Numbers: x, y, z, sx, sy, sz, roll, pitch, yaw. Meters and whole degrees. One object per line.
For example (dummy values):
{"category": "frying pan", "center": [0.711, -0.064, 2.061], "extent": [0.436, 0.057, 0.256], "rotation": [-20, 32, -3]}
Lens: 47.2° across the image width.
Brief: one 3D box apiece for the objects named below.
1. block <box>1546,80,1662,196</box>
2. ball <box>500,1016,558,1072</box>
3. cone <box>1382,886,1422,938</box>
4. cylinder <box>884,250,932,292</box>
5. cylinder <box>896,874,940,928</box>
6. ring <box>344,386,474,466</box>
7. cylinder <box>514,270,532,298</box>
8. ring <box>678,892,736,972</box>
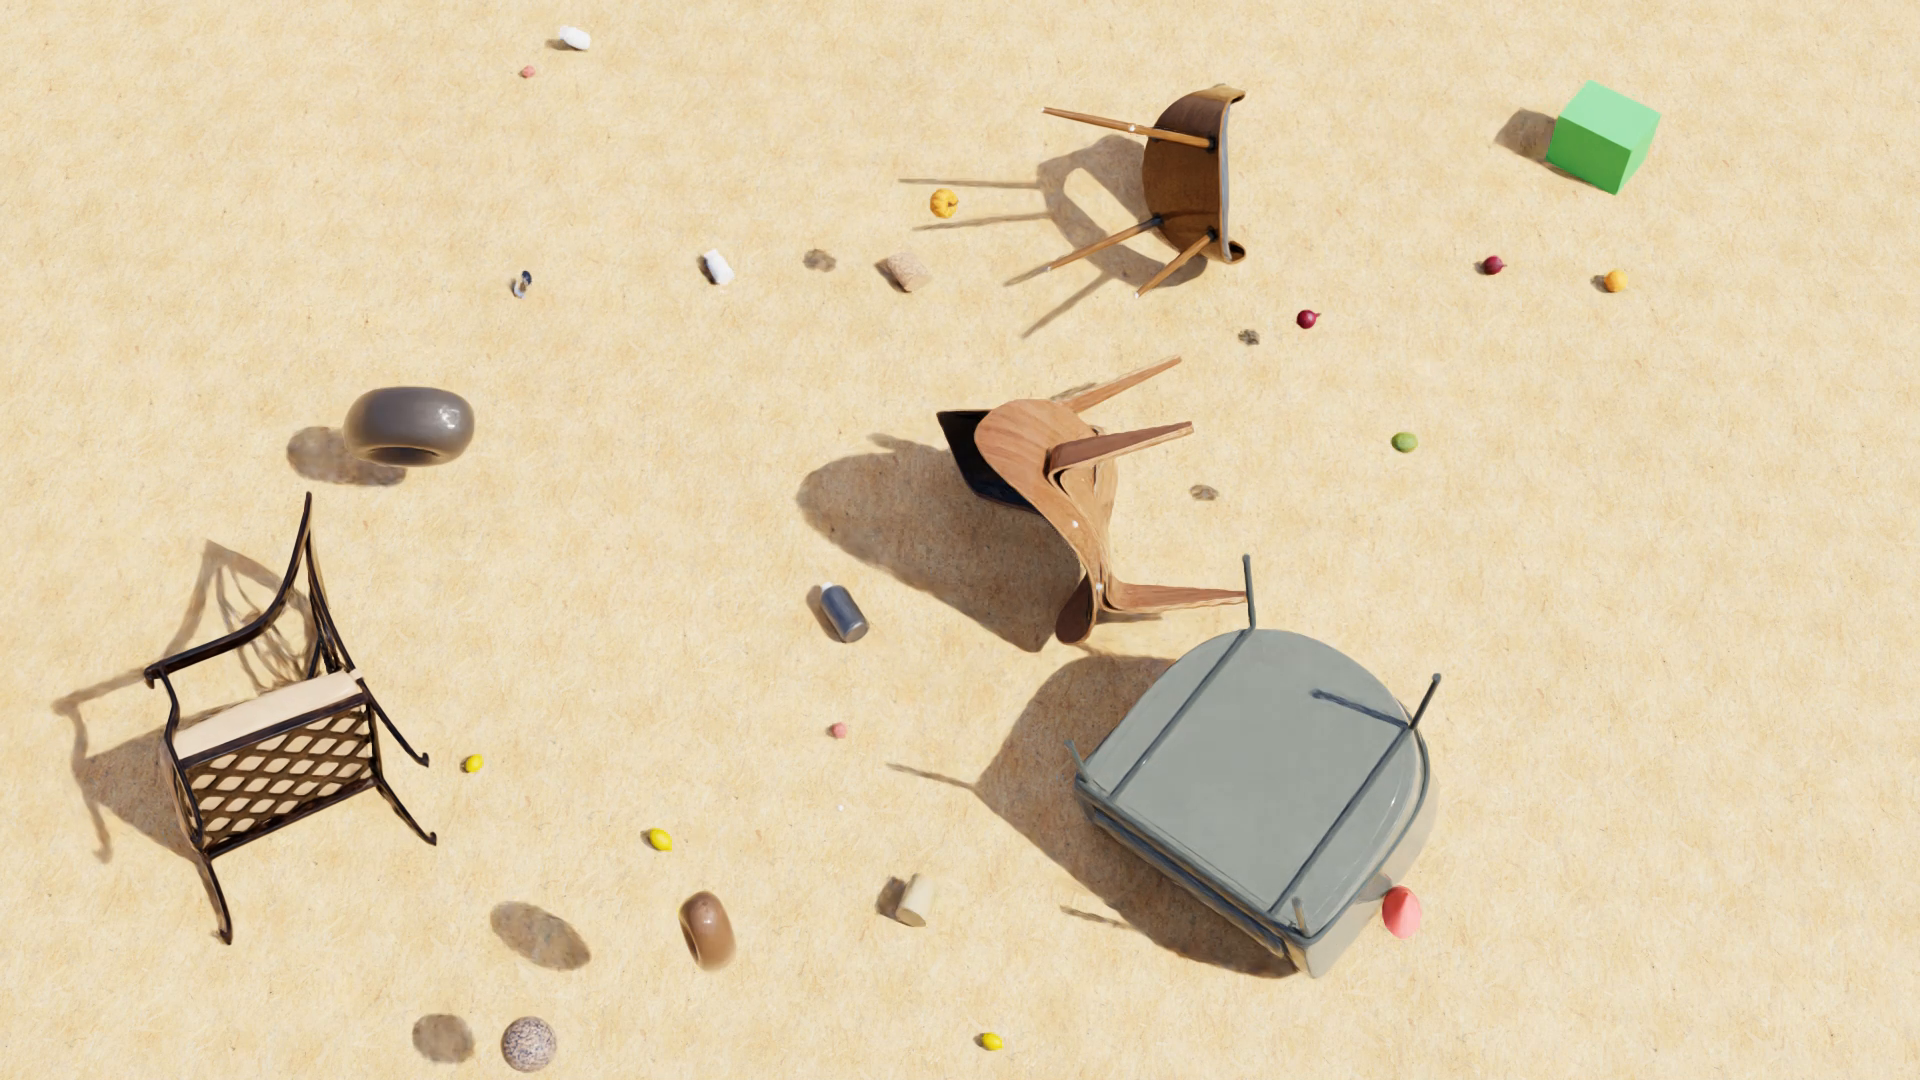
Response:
{"category": "block", "center": [2.147, -1.345, 7.347], "extent": [0.268, 0.215, 0.210], "rotation": [32, 62, 20]}
{"category": "ball", "center": [-1.040, 1.215, 5.303], "extent": [0.134, 0.134, 0.134], "rotation": [0, 56, 0]}
{"category": "cone", "center": [1.154, 0.941, 5.705], "extent": [0.101, 0.095, 0.157], "rotation": [7, 51, 4]}
{"category": "cylinder", "center": [-0.167, -0.873, 7.120], "extent": [0.106, 0.065, 0.125], "rotation": [-23, 59, -25]}
{"category": "cylinder", "center": [-0.112, 0.961, 5.858], "extent": [0.083, 0.096, 0.107], "rotation": [2, 53, 35]}
{"category": "ring", "center": [-1.598, -0.327, 6.368], "extent": [0.535, 0.291, 0.178], "rotation": [-4, 73, 45]}
{"category": "cylinder", "center": [-1.406, -0.824, 7.078], "extent": [0.034, 0.073, 0.058], "rotation": [5, 61, -29]}
{"category": "ring", "center": [-0.592, 0.920, 5.160], "extent": [0.094, 0.311, 0.166], "rotation": [-25, 63, -17]}
